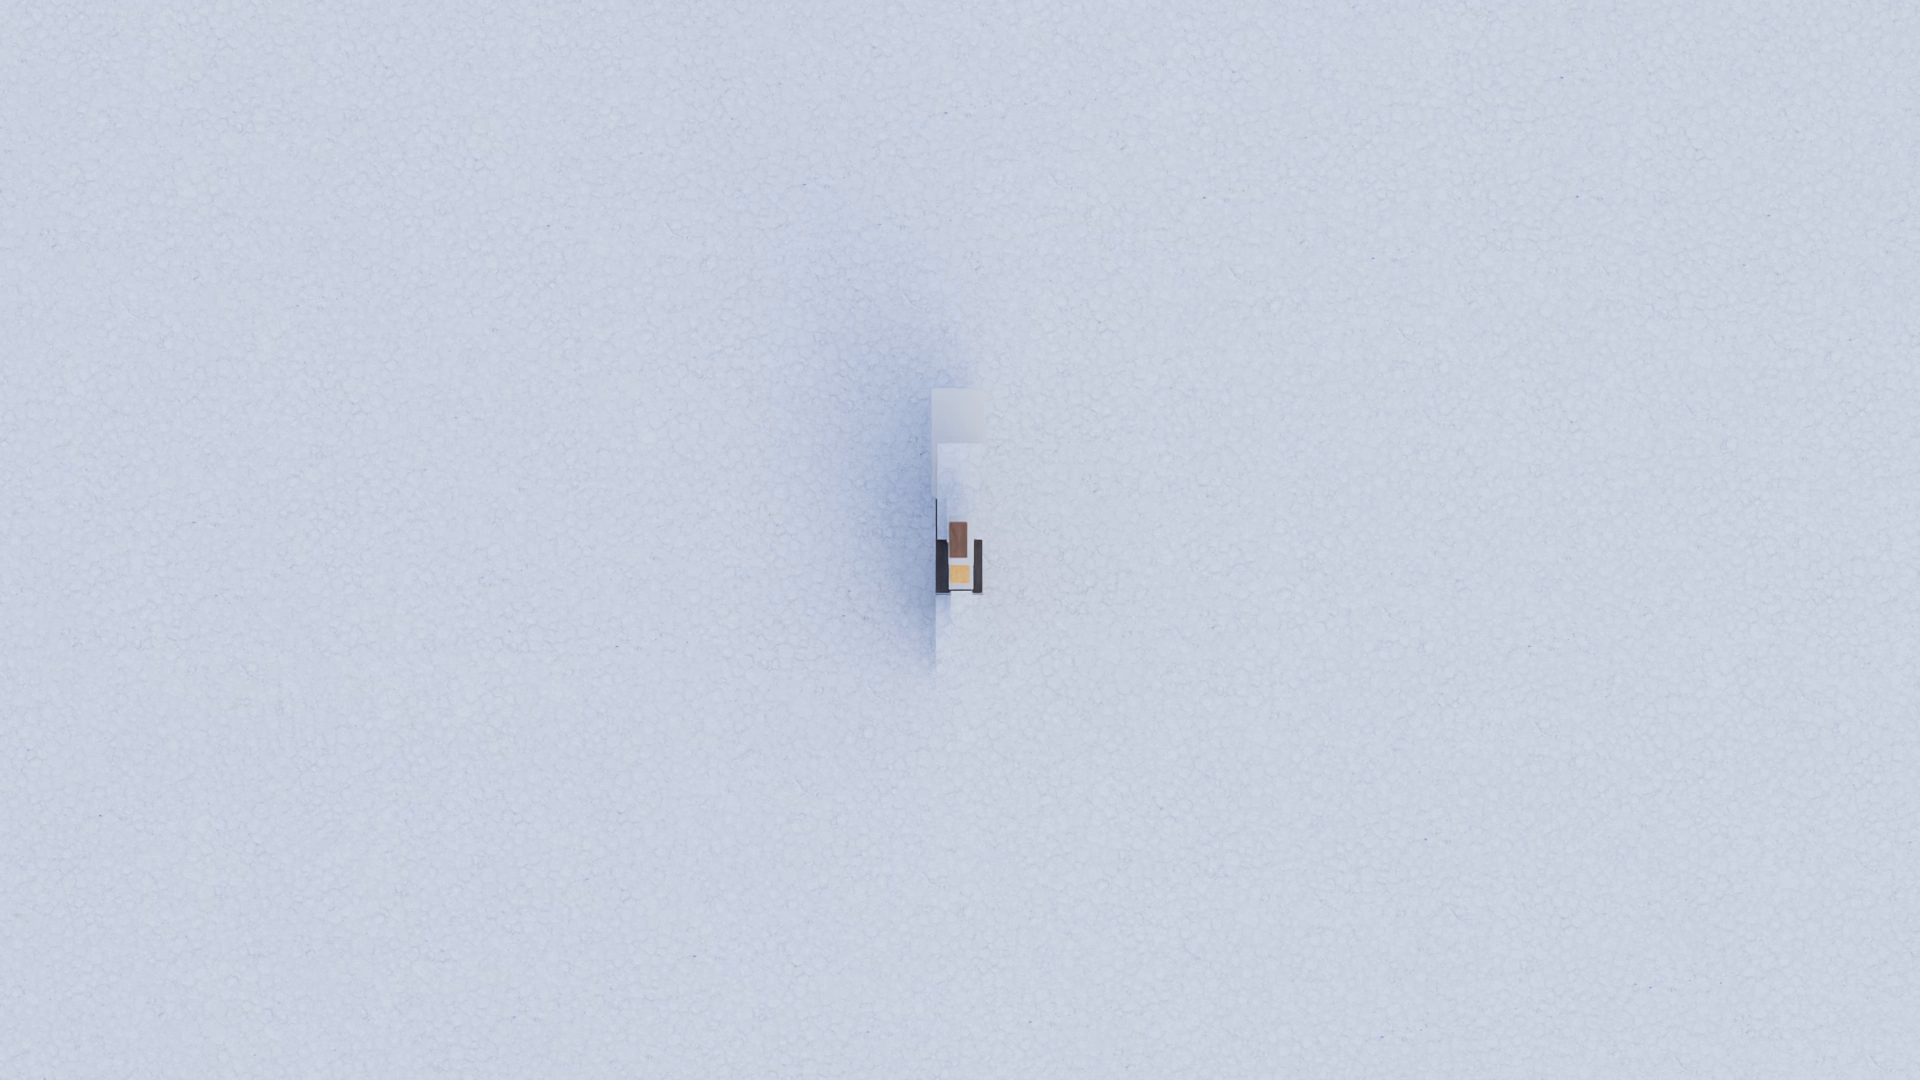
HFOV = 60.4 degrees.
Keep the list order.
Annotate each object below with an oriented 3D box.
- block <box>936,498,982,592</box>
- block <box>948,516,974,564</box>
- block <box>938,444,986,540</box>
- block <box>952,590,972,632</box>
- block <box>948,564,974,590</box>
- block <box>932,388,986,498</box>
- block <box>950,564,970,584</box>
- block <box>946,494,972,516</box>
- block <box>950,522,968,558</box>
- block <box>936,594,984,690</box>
[{"bbox_3d":[-0.003,0.018,5.184,0.148,0.042,0.295,0,90,0],"label":"block"},{"bbox_3d":[0.003,0.000,4.498,0.068,0.019,0.135,0,90,0],"label":"block"},{"bbox_3d":[0.004,-0.142,4.818,0.140,0.040,0.279,0,90,0],"label":"block"},{"bbox_3d":[0.005,0.218,5.022,0.063,0.018,0.127,0,90,0],"label":"block"},{"bbox_3d":[0.003,0.076,5.006,0.073,0.021,0.147,0,90,0],"label":"block"},{"bbox_3d":[-0.004,-0.302,5.141,0.168,0.048,0.336,0,90,0],"label":"block"},{"bbox_3d":[0.000,0.070,4.871,0.058,0.016,0.116,1,90,0],"label":"block"},{"bbox_3d":[-0.003,-0.060,4.653,0.068,0.019,0.136,0,90,0],"label":"block"},{"bbox_3d":[-0.004,0.000,4.385,0.049,0.014,0.097,0,90,0],"label":"block"},{"bbox_3d":[-0.001,0.320,5.179,0.150,0.042,0.300,0,90,0],"label":"block"}]
